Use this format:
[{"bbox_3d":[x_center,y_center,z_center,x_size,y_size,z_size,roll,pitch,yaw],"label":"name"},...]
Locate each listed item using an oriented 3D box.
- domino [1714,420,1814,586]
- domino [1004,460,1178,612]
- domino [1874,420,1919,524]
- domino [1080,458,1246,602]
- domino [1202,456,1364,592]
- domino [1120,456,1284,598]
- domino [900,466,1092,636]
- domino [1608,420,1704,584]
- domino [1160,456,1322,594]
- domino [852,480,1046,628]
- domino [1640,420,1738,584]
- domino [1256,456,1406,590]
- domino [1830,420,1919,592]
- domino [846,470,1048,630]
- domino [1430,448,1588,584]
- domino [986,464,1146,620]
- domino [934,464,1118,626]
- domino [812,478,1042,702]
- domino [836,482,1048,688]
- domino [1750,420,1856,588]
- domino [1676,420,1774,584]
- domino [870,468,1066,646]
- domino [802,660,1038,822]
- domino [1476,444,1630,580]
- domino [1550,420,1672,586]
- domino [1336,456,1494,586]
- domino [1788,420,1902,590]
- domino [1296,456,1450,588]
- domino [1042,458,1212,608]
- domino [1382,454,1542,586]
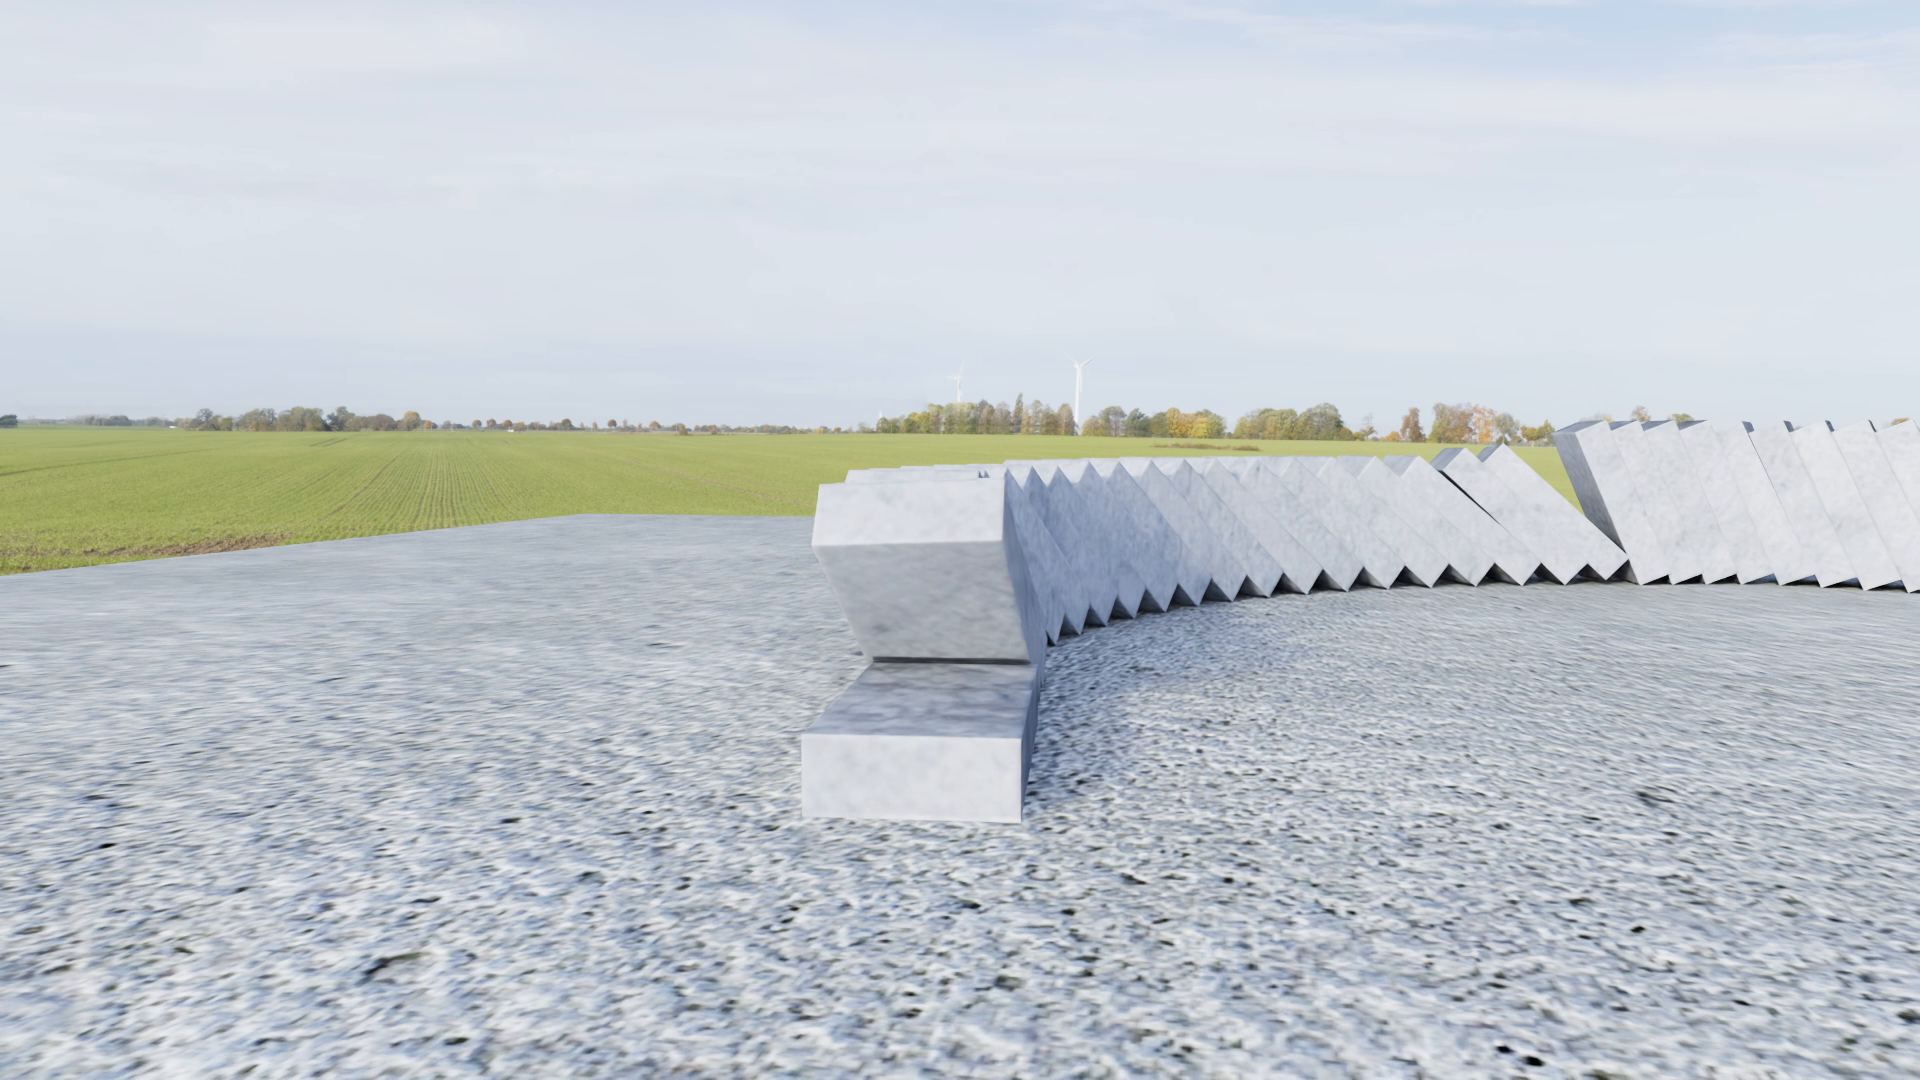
[{"bbox_3d":[0.249,-0.012,0.398,0.009,0.050,0.025,-27,-13,35],"label":"domino"},{"bbox_3d":[0.031,-0.001,0.318,0.025,0.009,0.050,4,-33,42],"label":"domino"},{"bbox_3d":[0.282,-0.010,0.372,0.010,0.050,0.025,-27,-13,36],"label":"domino"},{"bbox_3d":[0.053,-0.003,0.343,0.025,0.010,0.050,5,-32,51],"label":"domino"},{"bbox_3d":[0.091,-0.005,0.372,0.050,0.009,0.025,41,-12,-21],"label":"domino"},{"bbox_3d":[0.065,-0.003,0.354,0.050,0.009,0.025,43,-19,-28],"label":"domino"},{"bbox_3d":[0.007,0.003,0.275,0.025,0.009,0.050,3,-32,31],"label":"domino"},{"bbox_3d":[0.212,-0.012,0.399,0.009,0.050,0.025,-23,0,12],"label":"domino"},{"bbox_3d":[0.078,-0.004,0.364,0.050,0.010,0.025,41,-14,-23],"label":"domino"},{"bbox_3d":[-0.001,0.007,0.224,0.025,0.010,0.050,1,-31,13],"label":"domino"},{"bbox_3d":[0.224,-0.012,0.400,0.009,0.050,0.025,-22,-1,13],"label":"domino"},{"bbox_3d":[0.105,-0.005,0.380,0.050,0.009,0.025,40,-9,-17],"label":"domino"},{"bbox_3d":[0.274,-0.011,0.378,0.009,0.050,0.025,-27,-13,36],"label":"domino"},{"bbox_3d":[-0.002,0.005,0.243,0.025,0.009,0.050,1,-33,21],"label":"domino"},{"bbox_3d":[0.169,-0.008,0.399,0.050,0.009,0.025,44,8,2],"label":"domino"},{"bbox_3d":[0.022,0.001,0.305,0.025,0.009,0.050,3,-32,38],"label":"domino"},{"bbox_3d":[0.014,0.002,0.290,0.025,0.009,0.050,3,-32,34],"label":"domino"},{"bbox_3d":[-0.003,0.009,0.188,0.025,0.009,0.050,-2,-32,9],"label":"domino"},{"bbox_3d":[-0.002,0.009,0.207,0.025,0.009,0.050,0,-31,13],"label":"domino"},{"bbox_3d":[0.258,-0.012,0.391,0.010,0.050,0.025,-27,-13,36],"label":"domino"},{"bbox_3d":[0.235,-0.012,0.400,0.010,0.050,0.025,-22,-2,15],"label":"domino"},{"bbox_3d":[0.001,0.004,0.260,0.025,0.010,0.050,2,-32,27],"label":"domino"},{"bbox_3d":[-0.003,0.025,0.170,0.025,0.010,0.050,0,4,6],"label":"domino"},{"bbox_3d":[0.182,-0.009,0.401,0.050,0.009,0.025,44,8,7],"label":"domino"},{"bbox_3d":[0.201,-0.012,0.398,0.009,0.050,0.025,-23,1,10],"label":"domino"},{"bbox_3d":[0.136,-0.006,0.391,0.050,0.009,0.025,39,-2,-9],"label":"domino"},{"bbox_3d":[0.265,-0.011,0.384,0.009,0.050,0.025,-27,-13,36],"label":"domino"},{"bbox_3d":[0.121,-0.006,0.387,0.050,0.009,0.025,39,-4,-12],"label":"domino"},{"bbox_3d":[0.042,-0.002,0.331,0.025,0.010,0.050,5,-32,46],"label":"domino"},{"bbox_3d":[0.152,-0.007,0.395,0.050,0.010,0.025,39,1,-5],"label":"domino"}]
